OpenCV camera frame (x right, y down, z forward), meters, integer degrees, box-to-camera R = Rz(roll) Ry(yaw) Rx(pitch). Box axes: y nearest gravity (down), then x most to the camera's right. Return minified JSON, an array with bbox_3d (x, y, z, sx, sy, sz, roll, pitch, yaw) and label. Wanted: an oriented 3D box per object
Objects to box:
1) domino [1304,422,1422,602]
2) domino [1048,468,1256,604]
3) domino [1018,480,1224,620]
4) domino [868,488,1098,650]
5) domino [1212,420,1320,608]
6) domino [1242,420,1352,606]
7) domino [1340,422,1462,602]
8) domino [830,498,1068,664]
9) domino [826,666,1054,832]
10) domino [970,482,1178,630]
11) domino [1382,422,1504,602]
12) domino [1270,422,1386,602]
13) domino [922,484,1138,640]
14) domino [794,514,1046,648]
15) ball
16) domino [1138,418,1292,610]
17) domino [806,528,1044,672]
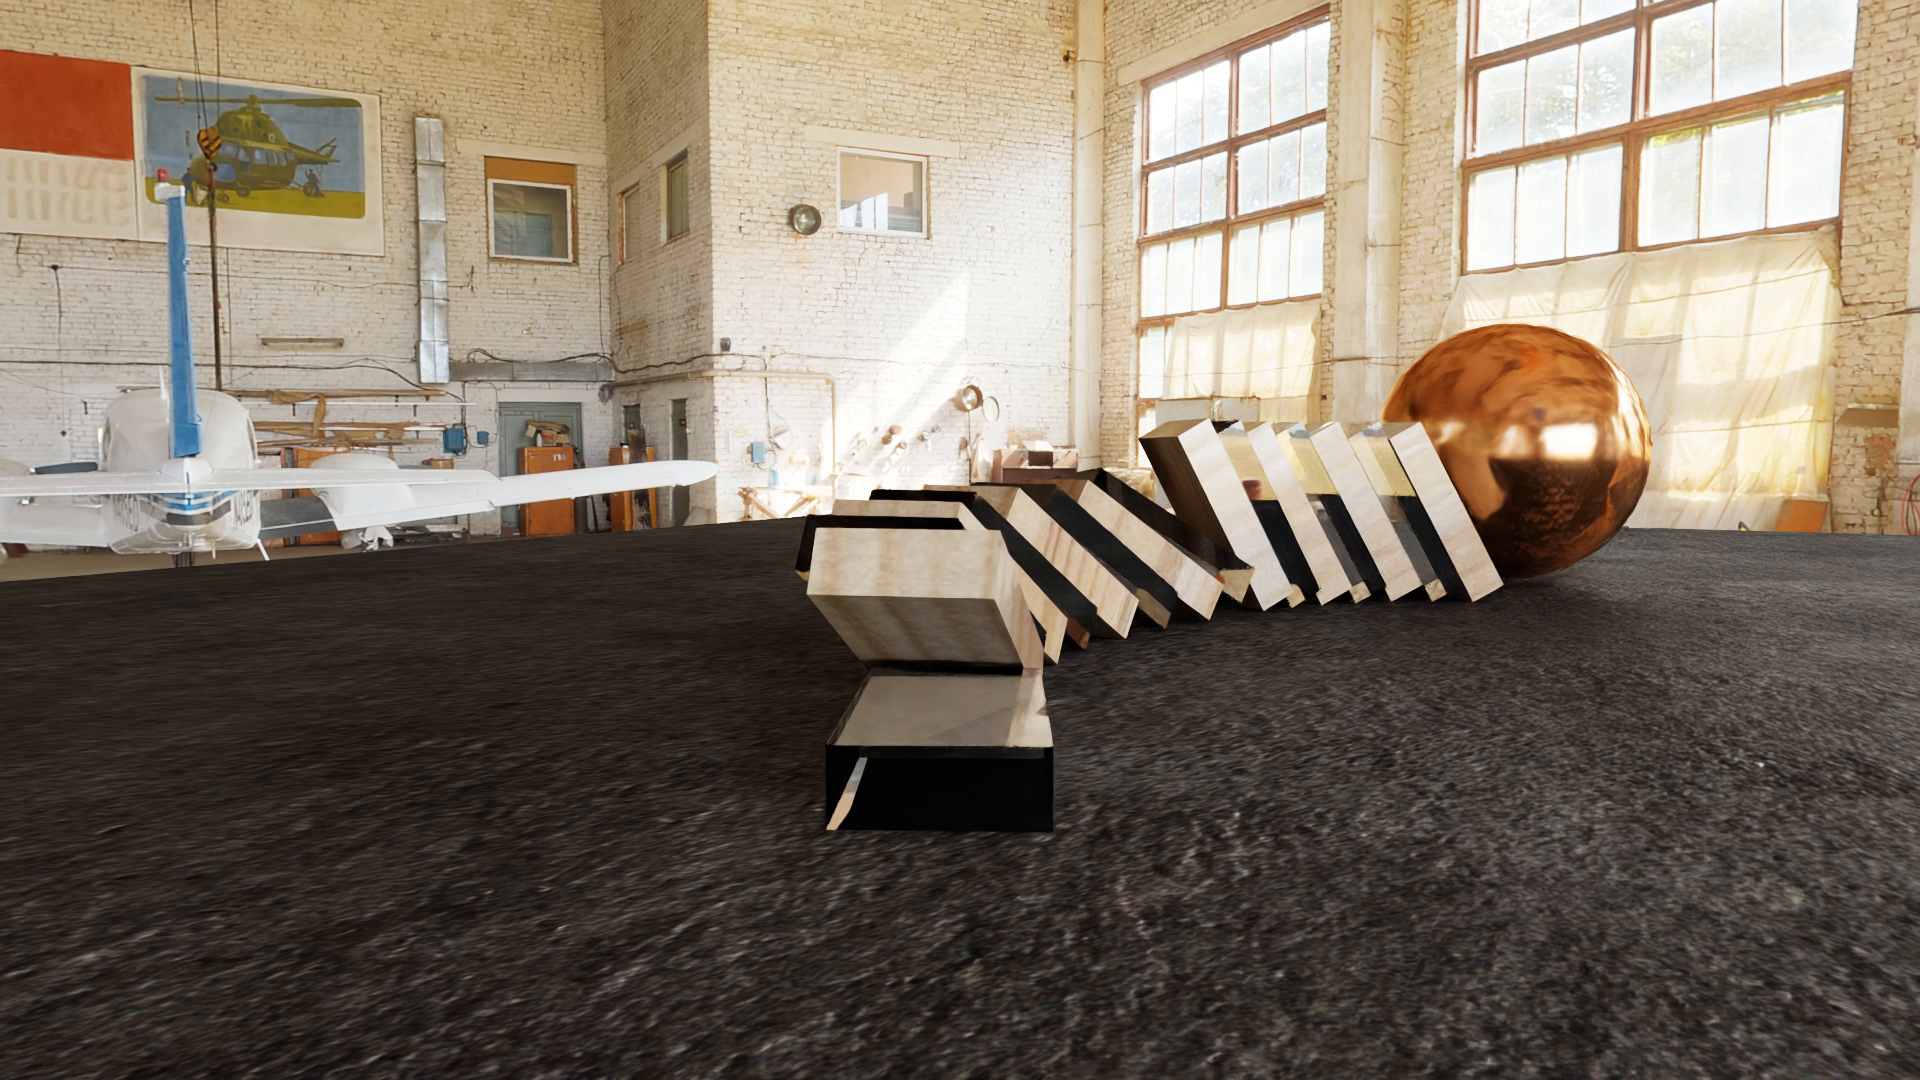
[{"bbox_3d":[0.108,-0.008,0.356,0.010,0.050,0.025,-29,5,-1],"label":"domino"},{"bbox_3d":[0.046,0.000,0.319,0.050,0.009,0.025,31,-15,-20],"label":"domino"},{"bbox_3d":[0.037,0.002,0.305,0.050,0.010,0.025,34,-17,-31],"label":"domino"},{"bbox_3d":[0.005,0.006,0.256,0.025,0.009,0.050,3,-26,37],"label":"domino"},{"bbox_3d":[0.075,-0.007,0.340,0.010,0.050,0.025,-30,11,-11],"label":"domino"},{"bbox_3d":[0.086,-0.008,0.348,0.010,0.050,0.025,-29,8,-5],"label":"domino"},{"bbox_3d":[0.119,-0.008,0.356,0.010,0.050,0.025,-29,5,-1],"label":"domino"},{"bbox_3d":[-0.001,0.008,0.236,0.025,0.010,0.050,2,-25,29],"label":"domino"},{"bbox_3d":[-0.001,0.025,0.166,0.025,0.010,0.050,0,4,2],"label":"domino"},{"bbox_3d":[0.025,0.004,0.289,0.025,0.009,0.050,4,-25,46],"label":"domino"},{"bbox_3d":[0.130,-0.008,0.356,0.010,0.050,0.025,-29,5,-1],"label":"domino"},{"bbox_3d":[0.097,-0.008,0.353,0.010,0.050,0.025,-29,5,-1],"label":"domino"},{"bbox_3d":[0.014,0.005,0.273,0.025,0.009,0.050,4,-26,41],"label":"domino"},{"bbox_3d":[-0.005,0.011,0.214,0.025,0.010,0.050,2,-23,21],"label":"domino"},{"bbox_3d":[0.171,-0.028,0.401,0.080,0.080,0.080,0,4,0],"label":"ball"},{"bbox_3d":[0.066,-0.007,0.333,0.010,0.050,0.025,-30,10,-11],"label":"domino"},{"bbox_3d":[-0.003,0.013,0.190,0.025,0.010,0.050,1,-23,11],"label":"domino"}]
